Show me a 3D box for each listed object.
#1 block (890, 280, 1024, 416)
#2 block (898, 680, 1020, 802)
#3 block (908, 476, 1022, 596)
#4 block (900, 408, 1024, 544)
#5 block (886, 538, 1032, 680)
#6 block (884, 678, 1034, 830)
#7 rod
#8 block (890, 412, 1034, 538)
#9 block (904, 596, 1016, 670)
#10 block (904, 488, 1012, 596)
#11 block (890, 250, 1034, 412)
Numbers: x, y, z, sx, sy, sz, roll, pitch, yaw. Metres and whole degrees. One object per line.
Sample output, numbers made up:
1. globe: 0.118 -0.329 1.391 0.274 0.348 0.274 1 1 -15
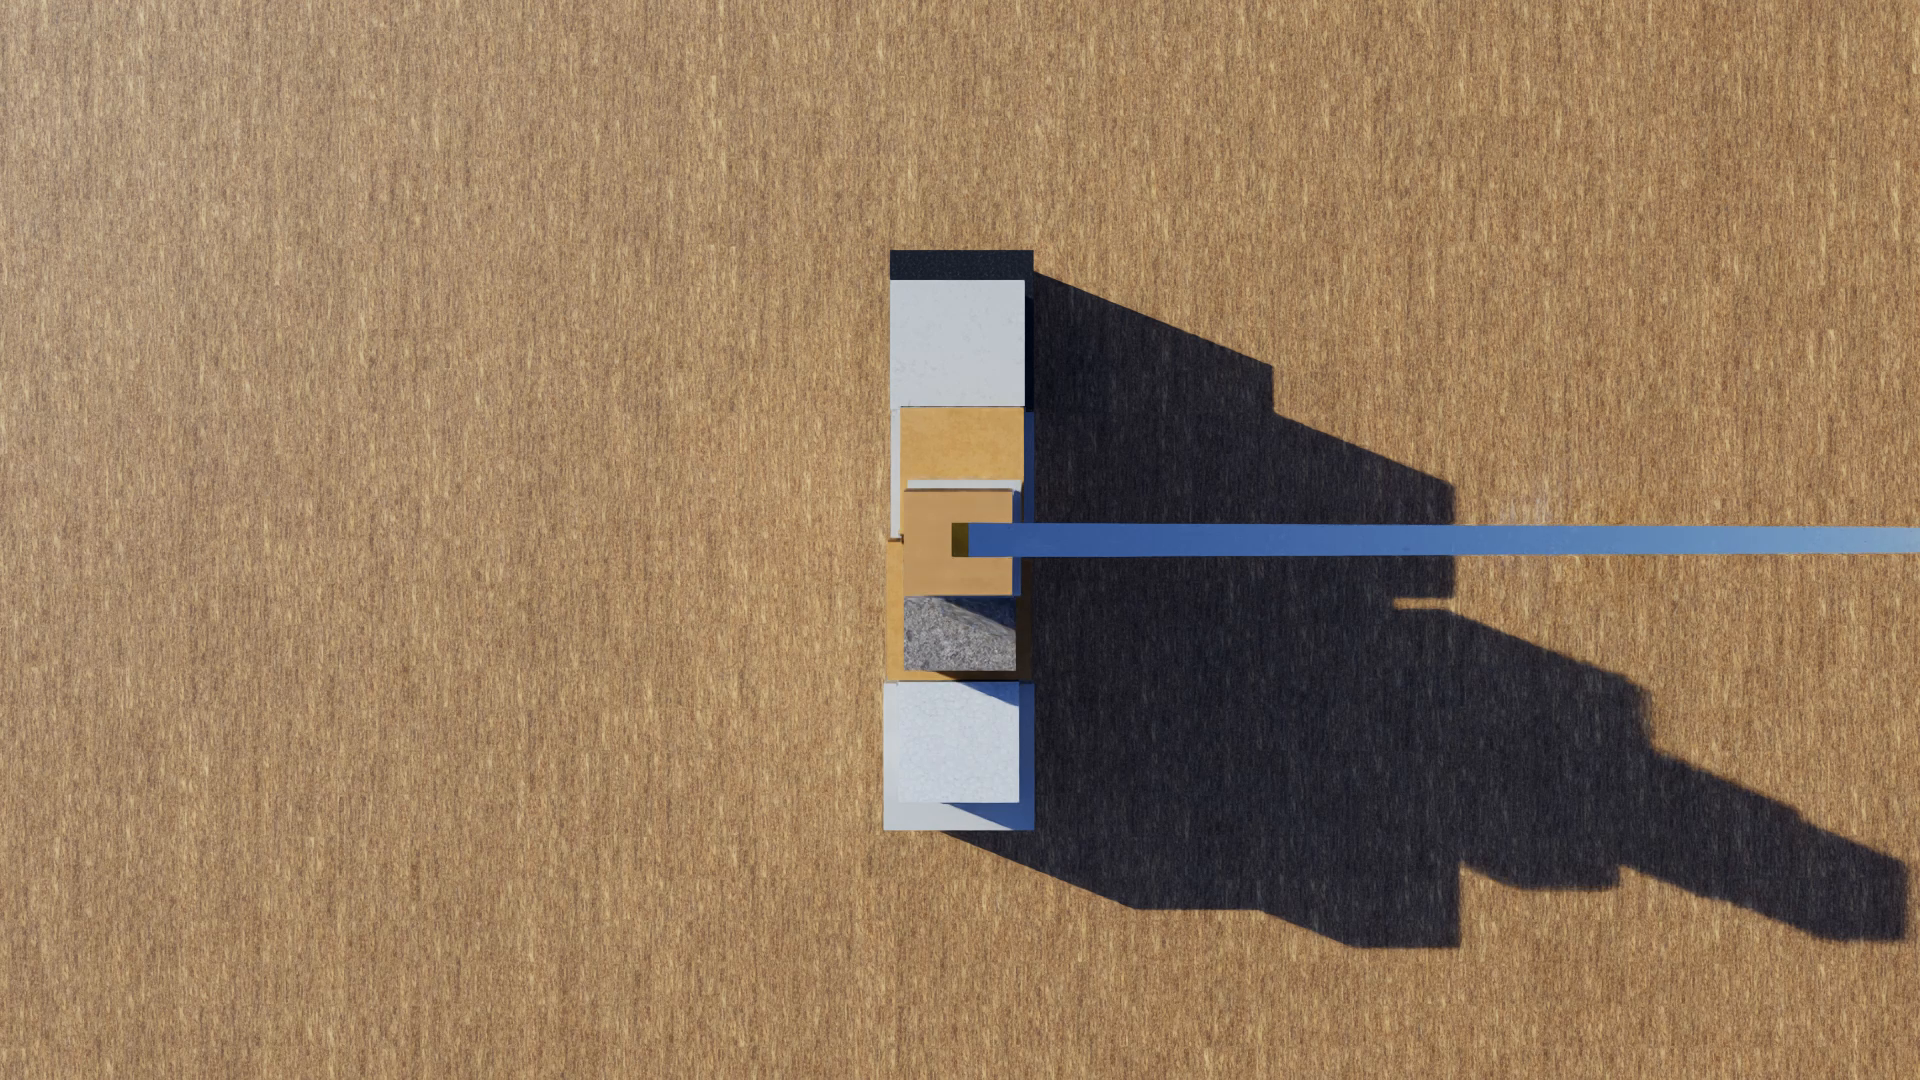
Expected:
1. block: -0.014 -1.022 11.838 0.703 0.659 0.674 0 90 0
2. block: -0.006 1.054 11.816 0.628 0.682 0.632 0 90 0
3. block: 0.020 -0.026 10.567 0.532 0.523 0.544 0 94 0
4. block: 0.010 -0.310 11.206 0.611 0.703 0.628 0 85 0
5. block: -0.005 0.363 11.910 0.757 0.739 0.729 0 92 0
6. block: -0.005 1.199 12.578 0.834 0.843 0.810 0 90 0
7. rod: 2.234 0.000 6.475 5.200 0.080 0.080 0 90 -31
8. block: 0.014 -0.330 12.636 0.801 0.728 0.768 0 90 0
9. block: -0.002 0.345 11.233 0.558 0.614 0.591 0 92 0
10. block: -0.008 0.003 10.107 0.487 0.399 0.469 0 94 0
11. block: 0.010 -1.164 12.584 0.795 0.833 0.880 0 90 0
